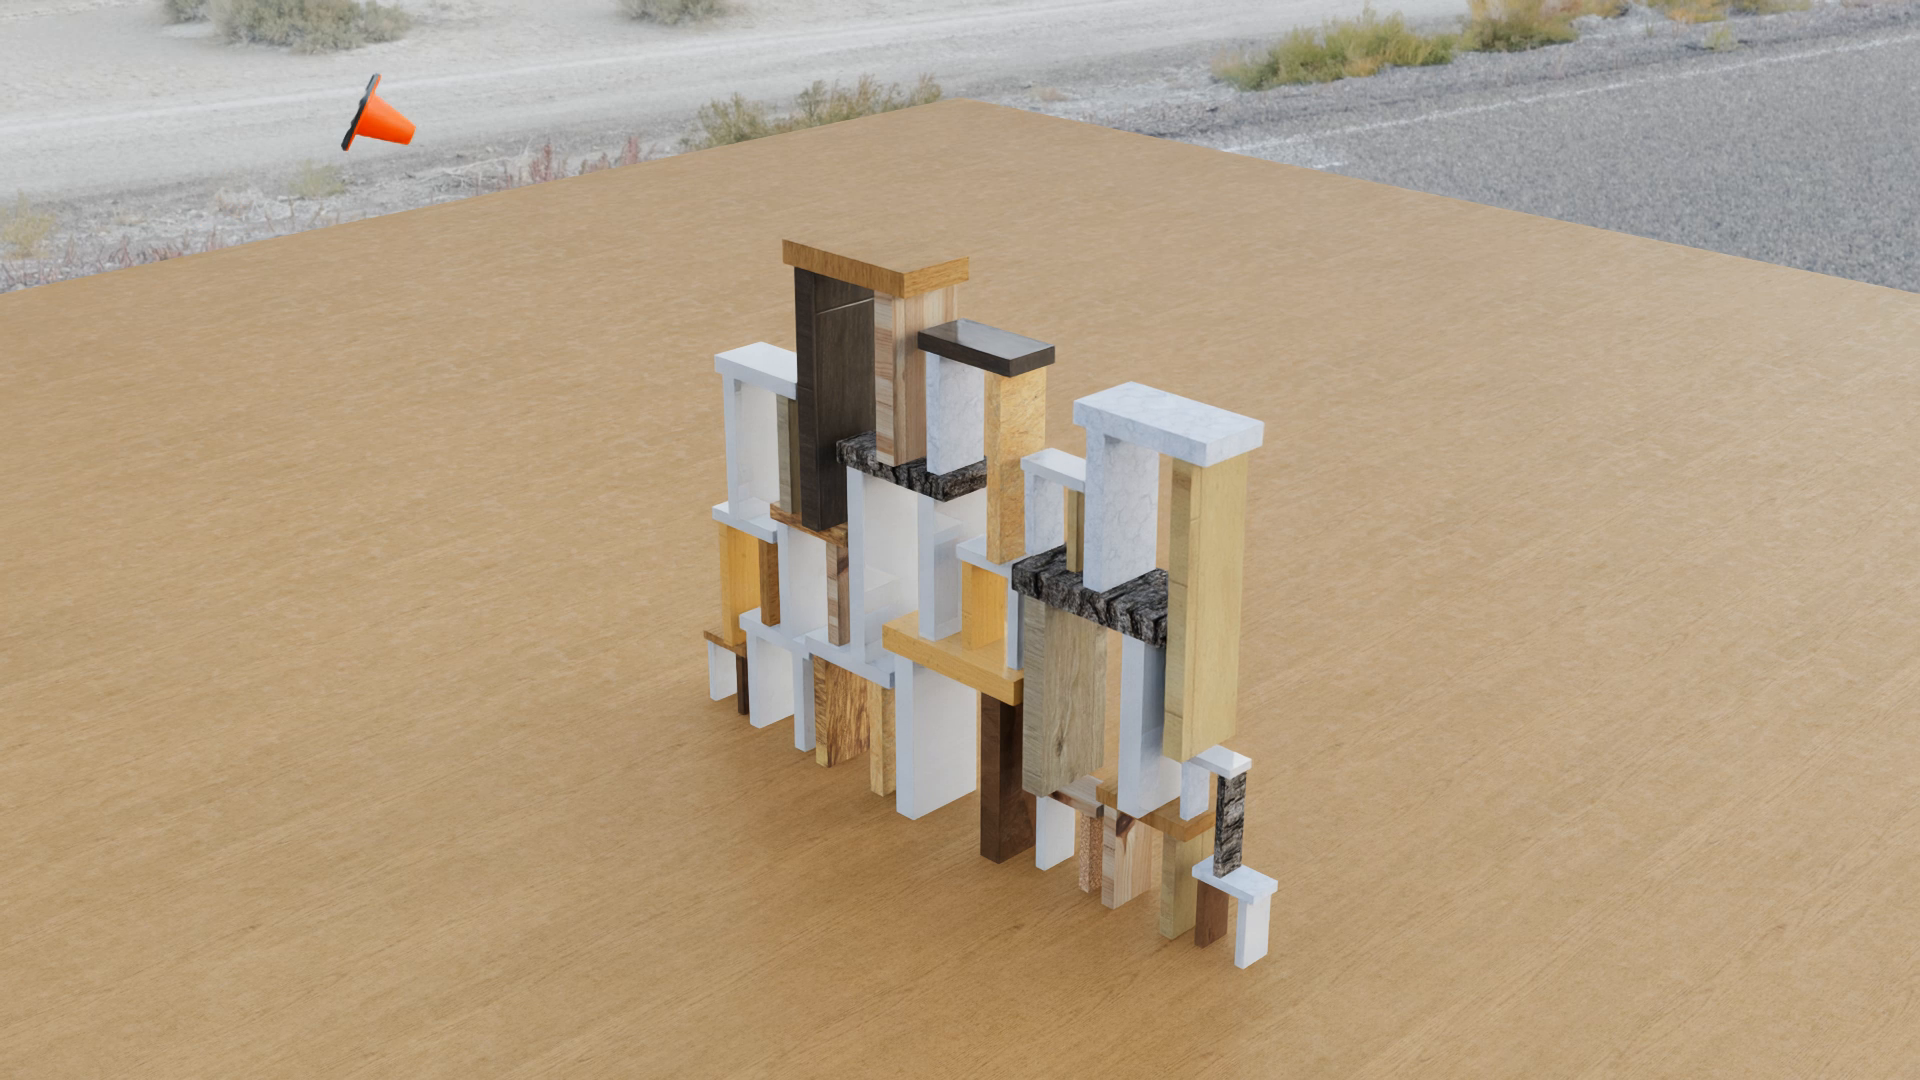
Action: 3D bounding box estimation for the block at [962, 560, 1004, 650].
[{"bbox_3d":[0.045,0.113,4.218,0.026,0.182,0.091,21,31,41],"label":"block"}]

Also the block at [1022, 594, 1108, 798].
[{"bbox_3d":[0.197,0.268,4.119,0.050,0.403,0.176,21,31,40],"label":"block"}]

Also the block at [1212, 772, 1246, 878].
[{"bbox_3d":[0.480,0.500,3.912,0.060,0.206,0.017,-21,31,-41],"label":"block"}]

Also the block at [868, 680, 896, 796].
[{"bbox_3d":[-0.126,0.388,4.521,0.036,0.255,0.127,21,31,41],"label":"block"}]

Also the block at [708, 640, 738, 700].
[{"bbox_3d":[-0.526,0.281,4.914,0.021,0.145,0.072,21,31,41],"label":"block"}]

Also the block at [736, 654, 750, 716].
[{"bbox_3d":[-0.458,0.307,4.851,0.072,0.145,0.021,-21,31,-41],"label":"block"}]

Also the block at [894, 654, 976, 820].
[{"bbox_3d":[-0.048,0.369,4.434,0.051,0.357,0.179,21,31,41],"label":"block"}]

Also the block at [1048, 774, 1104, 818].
[{"bbox_3d":[0.223,0.475,4.179,0.169,0.024,0.085,21,31,40],"label":"block"}]

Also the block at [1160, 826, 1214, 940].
[{"bbox_3d":[0.416,0.616,4.035,0.030,0.214,0.107,21,31,41],"label":"block"}]

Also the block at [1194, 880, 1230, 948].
[{"bbox_3d":[0.460,0.668,4.008,0.020,0.140,0.070,21,31,41],"label":"block"}]

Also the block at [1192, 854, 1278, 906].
[{"bbox_3d":[0.493,0.608,3.946,0.140,0.020,0.070,21,31,41],"label":"block"}]

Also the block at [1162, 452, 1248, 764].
[{"bbox_3d":[0.424,0.106,3.811,0.149,0.563,0.042,-21,31,-40],"label":"block"}]

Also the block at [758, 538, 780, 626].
[{"bbox_3d":[-0.378,0.076,4.671,0.028,0.197,0.099,21,31,41],"label":"block"}]

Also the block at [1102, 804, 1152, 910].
[{"bbox_3d":[0.315,0.576,4.128,0.030,0.214,0.107,21,31,41],"label":"block"}]

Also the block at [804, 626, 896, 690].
[{"bbox_3d":[-0.186,0.230,4.520,0.255,0.036,0.127,21,31,41],"label":"block"}]

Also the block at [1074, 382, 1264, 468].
[{"bbox_3d":[0.354,-0.200,3.758,0.149,0.042,0.299,-21,30,-40],"label":"block"}]

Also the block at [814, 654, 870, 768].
[{"bbox_3d":[-0.246,0.341,4.632,0.036,0.255,0.127,21,31,41],"label":"block"}]

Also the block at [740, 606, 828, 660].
[{"bbox_3d":[-0.355,0.190,4.695,0.225,0.032,0.112,21,31,41],"label":"block"}]

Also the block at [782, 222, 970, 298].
[{"bbox_3d":[-0.162,-0.532,4.169,0.337,0.048,0.169,21,31,41],"label":"block"}]

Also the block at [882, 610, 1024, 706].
[{"bbox_3d":[0.037,0.214,4.277,0.357,0.051,0.179,21,31,41],"label":"block"}]

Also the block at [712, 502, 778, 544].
[{"bbox_3d":[-0.425,-0.045,4.669,0.197,0.028,0.099,21,31,41],"label":"block"}]

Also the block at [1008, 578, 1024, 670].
[{"bbox_3d":[0.130,0.146,4.139,0.091,0.182,0.026,-21,31,-41],"label":"block"}]

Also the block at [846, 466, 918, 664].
[{"bbox_3d":[-0.153,0.032,4.407,0.042,0.417,0.150,21,31,41],"label":"block"}]

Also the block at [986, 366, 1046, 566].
[{"bbox_3d":[0.103,-0.145,4.051,0.034,0.371,0.118,21,31,41],"label":"block"}]

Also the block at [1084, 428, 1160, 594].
[{"bbox_3d":[0.286,-0.070,3.889,0.042,0.299,0.149,21,31,40],"label":"block"}]

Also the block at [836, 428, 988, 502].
[{"bbox_3d":[-0.082,-0.152,4.252,0.300,0.042,0.150,21,31,41],"label":"block"}]

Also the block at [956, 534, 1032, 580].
[{"bbox_3d":[0.088,0.034,4.138,0.182,0.026,0.091,21,31,41],"label":"block"}]

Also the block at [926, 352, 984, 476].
[{"bbox_3d":[-0.008,-0.250,4.128,0.034,0.237,0.118,21,31,41],"label":"block"}]

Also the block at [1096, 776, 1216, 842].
[{"bbox_3d":[0.365,0.483,4.034,0.214,0.030,0.107,21,31,41],"label":"block"}]

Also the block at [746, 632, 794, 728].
[{"bbox_3d":[-0.408,0.288,4.794,0.032,0.225,0.113,21,31,41],"label":"block"}]

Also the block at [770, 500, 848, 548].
[{"bbox_3d":[-0.273,-0.045,4.502,0.226,0.032,0.113,21,31,41],"label":"block"}]

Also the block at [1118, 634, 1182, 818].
[{"bbox_3d":[0.365,0.308,3.958,0.050,0.352,0.176,21,31,41],"label":"block"}]

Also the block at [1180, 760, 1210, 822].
[{"bbox_3d":[0.422,0.438,3.947,0.060,0.121,0.017,-21,31,-41],"label":"block"}]

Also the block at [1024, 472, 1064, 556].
[{"bbox_3d":[0.155,-0.057,4.040,0.079,0.157,0.022,-20,29,-39],"label":"block"}]

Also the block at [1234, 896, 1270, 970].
[{"bbox_3d":[0.526,0.694,3.947,0.020,0.140,0.070,21,31,41],"label":"block"}]

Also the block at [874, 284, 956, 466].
[{"bbox_3d":[-0.082,-0.324,4.171,0.048,0.337,0.169,21,31,41],"label":"block"}]

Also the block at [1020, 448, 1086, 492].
[{"bbox_3d":[0.193,-0.127,3.974,0.079,0.022,0.157,-20,30,-39],"label":"block"}]

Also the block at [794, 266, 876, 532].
[{"bbox_3d":[-0.242,-0.293,4.357,0.169,0.539,0.048,-21,31,-41],"label":"block"}]

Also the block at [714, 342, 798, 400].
[{"bbox_3d":[-0.371,-0.346,4.481,0.252,0.036,0.126,21,31,41],"label":"block"}]

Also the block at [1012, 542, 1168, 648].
[{"bbox_3d":[0.281,0.091,3.955,0.352,0.050,0.176,21,31,40],"label":"block"}]

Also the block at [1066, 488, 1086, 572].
[{"bbox_3d":[0.228,-0.027,3.968,0.079,0.157,0.022,-21,31,-41],"label":"block"}]

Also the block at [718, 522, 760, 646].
[{"bbox_3d":[-0.471,0.082,4.774,0.099,0.289,0.028,-21,31,-41],"label":"block"}]

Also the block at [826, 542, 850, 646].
[{"bbox_3d":[-0.219,0.095,4.504,0.032,0.226,0.113,21,31,41],"label":"block"}]

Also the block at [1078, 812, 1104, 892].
[{"bbox_3d":[0.265,0.578,4.181,0.024,0.169,0.085,21,31,41],"label":"block"}]

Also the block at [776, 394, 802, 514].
[{"bbox_3d":[-0.311,-0.191,4.483,0.036,0.252,0.126,21,31,41],"label":"block"}]

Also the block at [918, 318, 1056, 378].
[{"bbox_3d":[0.047,-0.353,4.024,0.118,0.034,0.237,-21,31,-40],"label":"block"}]

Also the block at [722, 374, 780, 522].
[{"bbox_3d":[-0.430,-0.206,4.605,0.036,0.319,0.126,21,31,40],"label":"block"}]

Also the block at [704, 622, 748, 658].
[{"bbox_3d":[-0.492,0.218,4.850,0.072,0.021,0.145,-21,31,-41],"label":"block"}]

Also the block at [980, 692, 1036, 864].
[{"bbox_3d":[0.121,0.435,4.279,0.051,0.357,0.179,21,31,41],"label":"block"}]

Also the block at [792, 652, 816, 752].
[{"bbox_3d":[-0.302,0.329,4.697,0.032,0.225,0.112,21,31,41],"label":"block"}]

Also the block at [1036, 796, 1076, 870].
[{"bbox_3d":[0.185,0.547,4.254,0.024,0.169,0.085,21,31,41],"label":"block"}]

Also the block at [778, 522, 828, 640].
[{"bbox_3d":[-0.326,0.069,4.608,0.032,0.260,0.113,21,31,41],"label":"block"}]

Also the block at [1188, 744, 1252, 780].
[{"bbox_3d":[0.450,0.386,3.894,0.060,0.017,0.121,-21,31,-40],"label":"block"}]

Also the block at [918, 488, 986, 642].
[{"bbox_3d":[-0.012,0.033,4.254,0.042,0.300,0.150,21,31,41],"label":"block"}]
